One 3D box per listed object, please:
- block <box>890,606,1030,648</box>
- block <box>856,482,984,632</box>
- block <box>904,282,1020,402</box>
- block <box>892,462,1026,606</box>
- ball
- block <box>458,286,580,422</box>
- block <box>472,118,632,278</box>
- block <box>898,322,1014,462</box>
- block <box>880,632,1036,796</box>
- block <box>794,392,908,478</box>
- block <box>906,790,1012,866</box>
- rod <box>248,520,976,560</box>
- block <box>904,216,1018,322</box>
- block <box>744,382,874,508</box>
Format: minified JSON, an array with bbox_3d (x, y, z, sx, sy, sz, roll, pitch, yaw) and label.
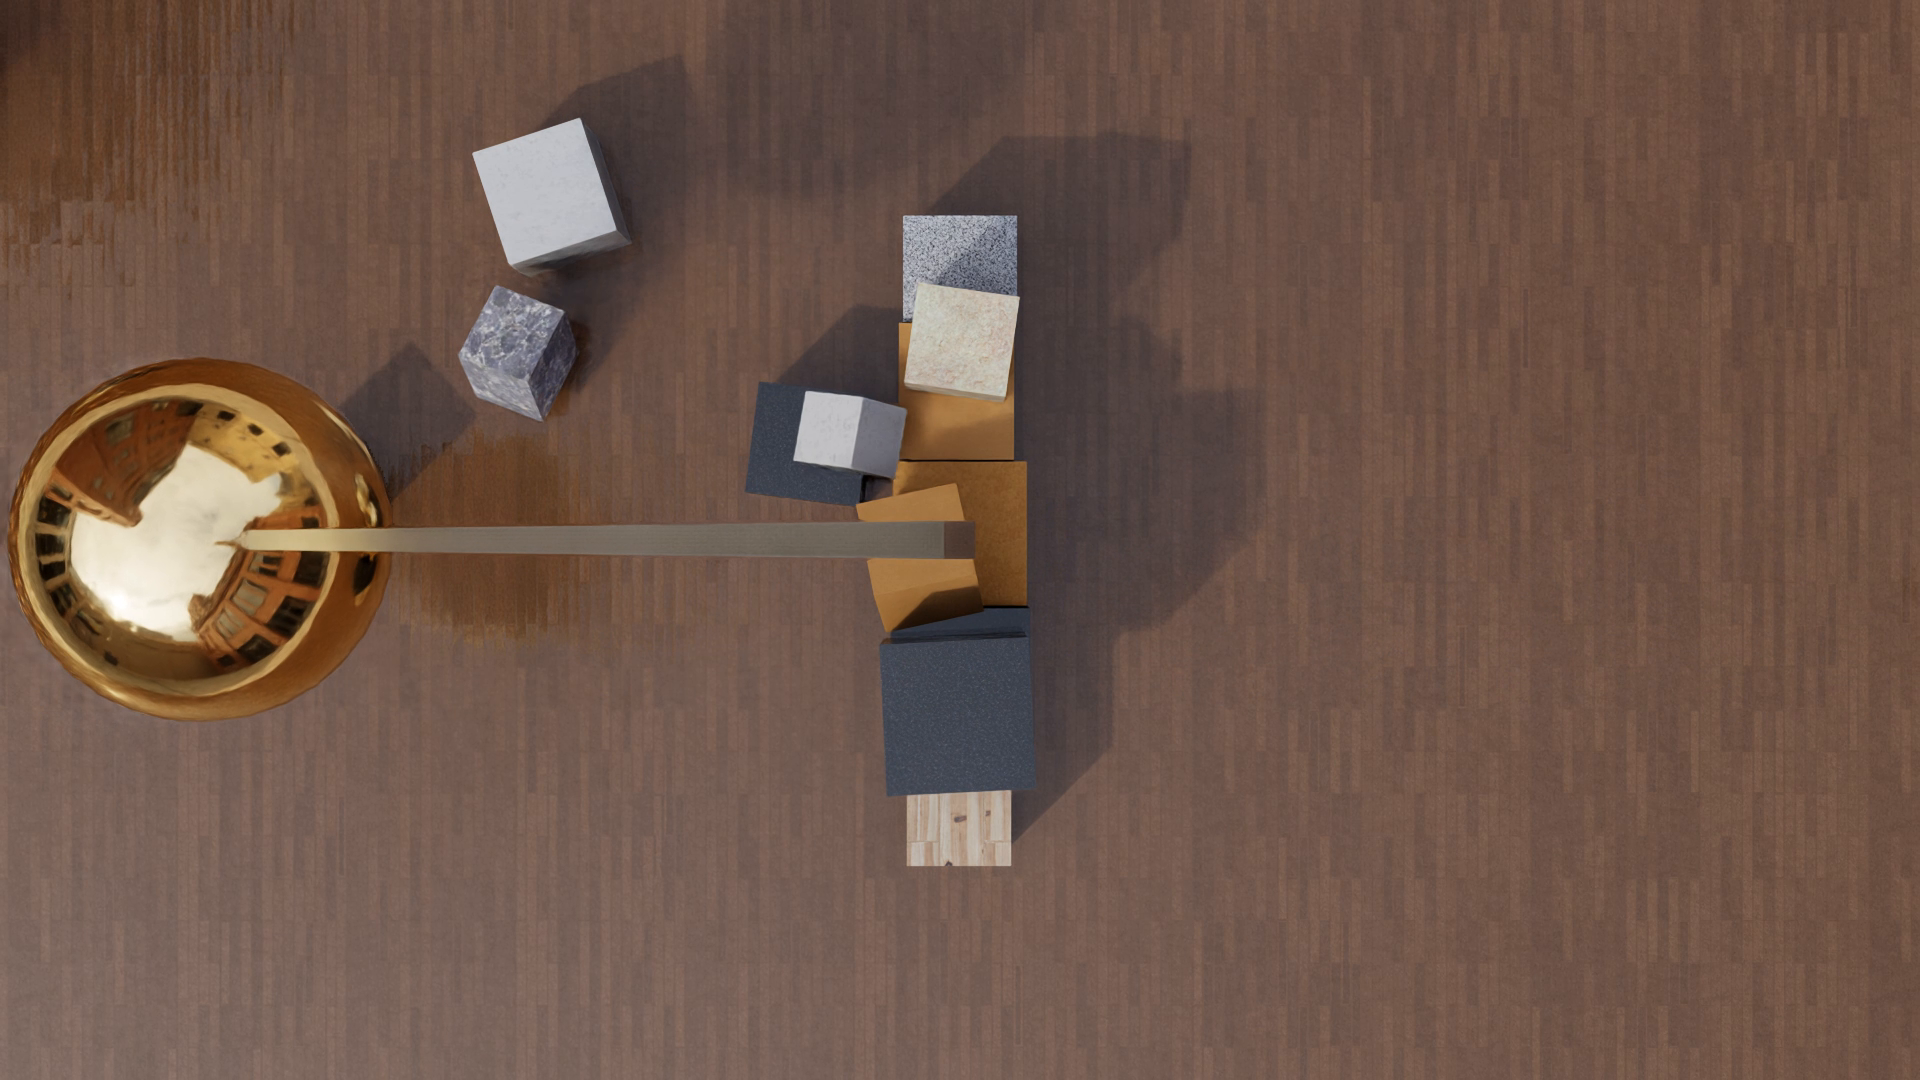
[{"bbox_3d":[0.004,0.750,12.560,0.768,0.880,0.745,0,90,0],"label":"block"},{"bbox_3d":[-0.213,0.100,11.934,0.551,0.533,0.547,-12,66,0],"label":"block"},{"bbox_3d":[0.010,-1.074,12.047,0.550,0.521,0.540,8,90,0],"label":"block"},{"bbox_3d":[-0.001,-0.037,12.645,0.749,0.711,0.804,0,90,0],"label":"block"},{"bbox_3d":[-3.308,0.000,9.646,1.600,1.600,1.600,0,90,0],"label":"ball"},{"bbox_3d":[-2.530,-1.068,12.638,0.434,0.547,0.481,21,70,7],"label":"block"},{"bbox_3d":[-2.349,-1.970,12.716,0.642,0.568,0.669,-18,90,0],"label":"block"},{"bbox_3d":[-0.020,-0.833,12.654,0.646,0.692,0.764,0,90,0],"label":"block"},{"bbox_3d":[-0.012,0.915,11.752,0.773,0.736,0.786,-3,90,0],"label":"block"},{"bbox_3d":[-0.604,-0.580,12.132,0.435,0.367,0.391,9,88,40],"label":"block"},{"bbox_3d":[-0.006,1.476,12.646,0.582,0.708,0.691,0,90,0],"label":"block"},{"bbox_3d":[-1.433,0.000,6.809,0.080,5.200,0.080,0,90,-33],"label":"rod"},{"bbox_3d":[0.001,-1.522,12.674,0.640,0.652,0.598,0,90,0],"label":"block"},{"bbox_3d":[-0.854,-0.542,12.708,0.647,0.583,0.631,7,90,0],"label":"block"}]
